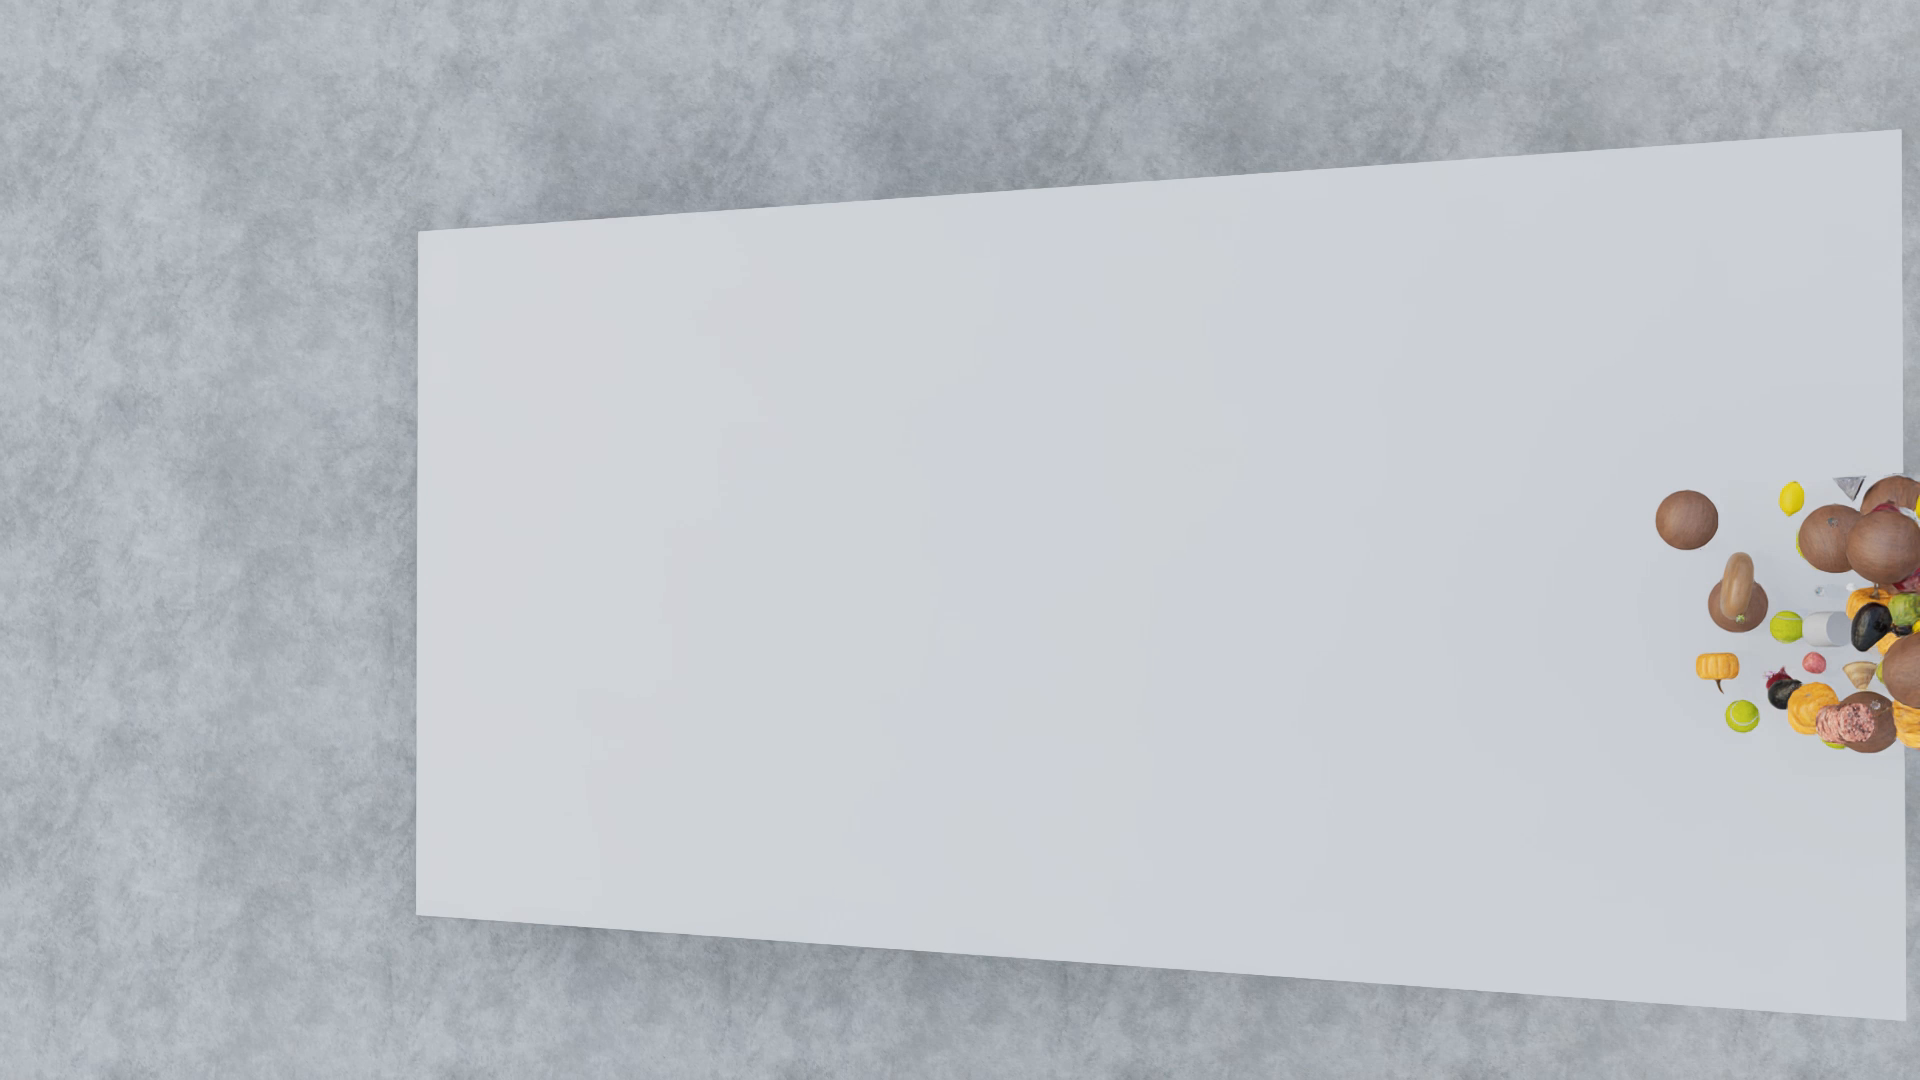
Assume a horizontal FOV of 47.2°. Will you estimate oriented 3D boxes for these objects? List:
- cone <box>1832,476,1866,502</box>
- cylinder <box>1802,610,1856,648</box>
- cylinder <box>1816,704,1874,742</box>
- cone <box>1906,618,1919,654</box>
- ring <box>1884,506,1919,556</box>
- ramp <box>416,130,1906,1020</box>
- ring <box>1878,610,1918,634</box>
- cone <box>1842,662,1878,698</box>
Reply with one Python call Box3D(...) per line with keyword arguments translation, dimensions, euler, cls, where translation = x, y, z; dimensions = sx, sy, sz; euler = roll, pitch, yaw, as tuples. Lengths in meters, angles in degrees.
Box3D(translation=(1.740, -0.111, 4.321), dimensions=(0.055, 0.055, 0.055), euler=(25, 89, 25), cls="cone")
Box3D(translation=(1.672, 0.172, 4.232), dimensions=(0.068, 0.068, 0.068), euler=(1, 86, -17), cls="cylinder")
Box3D(translation=(1.610, 0.333, 4.003), dimensions=(0.070, 0.070, 0.070), euler=(3, 83, -22), cls="cylinder")
Box3D(translation=(2.054, 0.210, 4.634), dimensions=(0.078, 0.078, 0.078), euler=(15, 89, -25), cls="cone")
Box3D(translation=(1.816, -0.009, 4.164), dimensions=(0.145, 0.145, 0.048), euler=(31, 115, 0), cls="ring")
Box3D(translation=(0.283, 0.086, 5.731), dimensions=(4.000, 0.100, 2.000), euler=(0, 89, 22), cls="ramp")
Box3D(translation=(2.016, 0.177, 4.714), dimensions=(0.098, 0.098, 0.033), euler=(13, 101, 0), cls="ring")
Box3D(translation=(1.926, 0.305, 4.698), dimensions=(0.070, 0.070, 0.070), euler=(6, 64, 0), cls="cone")
